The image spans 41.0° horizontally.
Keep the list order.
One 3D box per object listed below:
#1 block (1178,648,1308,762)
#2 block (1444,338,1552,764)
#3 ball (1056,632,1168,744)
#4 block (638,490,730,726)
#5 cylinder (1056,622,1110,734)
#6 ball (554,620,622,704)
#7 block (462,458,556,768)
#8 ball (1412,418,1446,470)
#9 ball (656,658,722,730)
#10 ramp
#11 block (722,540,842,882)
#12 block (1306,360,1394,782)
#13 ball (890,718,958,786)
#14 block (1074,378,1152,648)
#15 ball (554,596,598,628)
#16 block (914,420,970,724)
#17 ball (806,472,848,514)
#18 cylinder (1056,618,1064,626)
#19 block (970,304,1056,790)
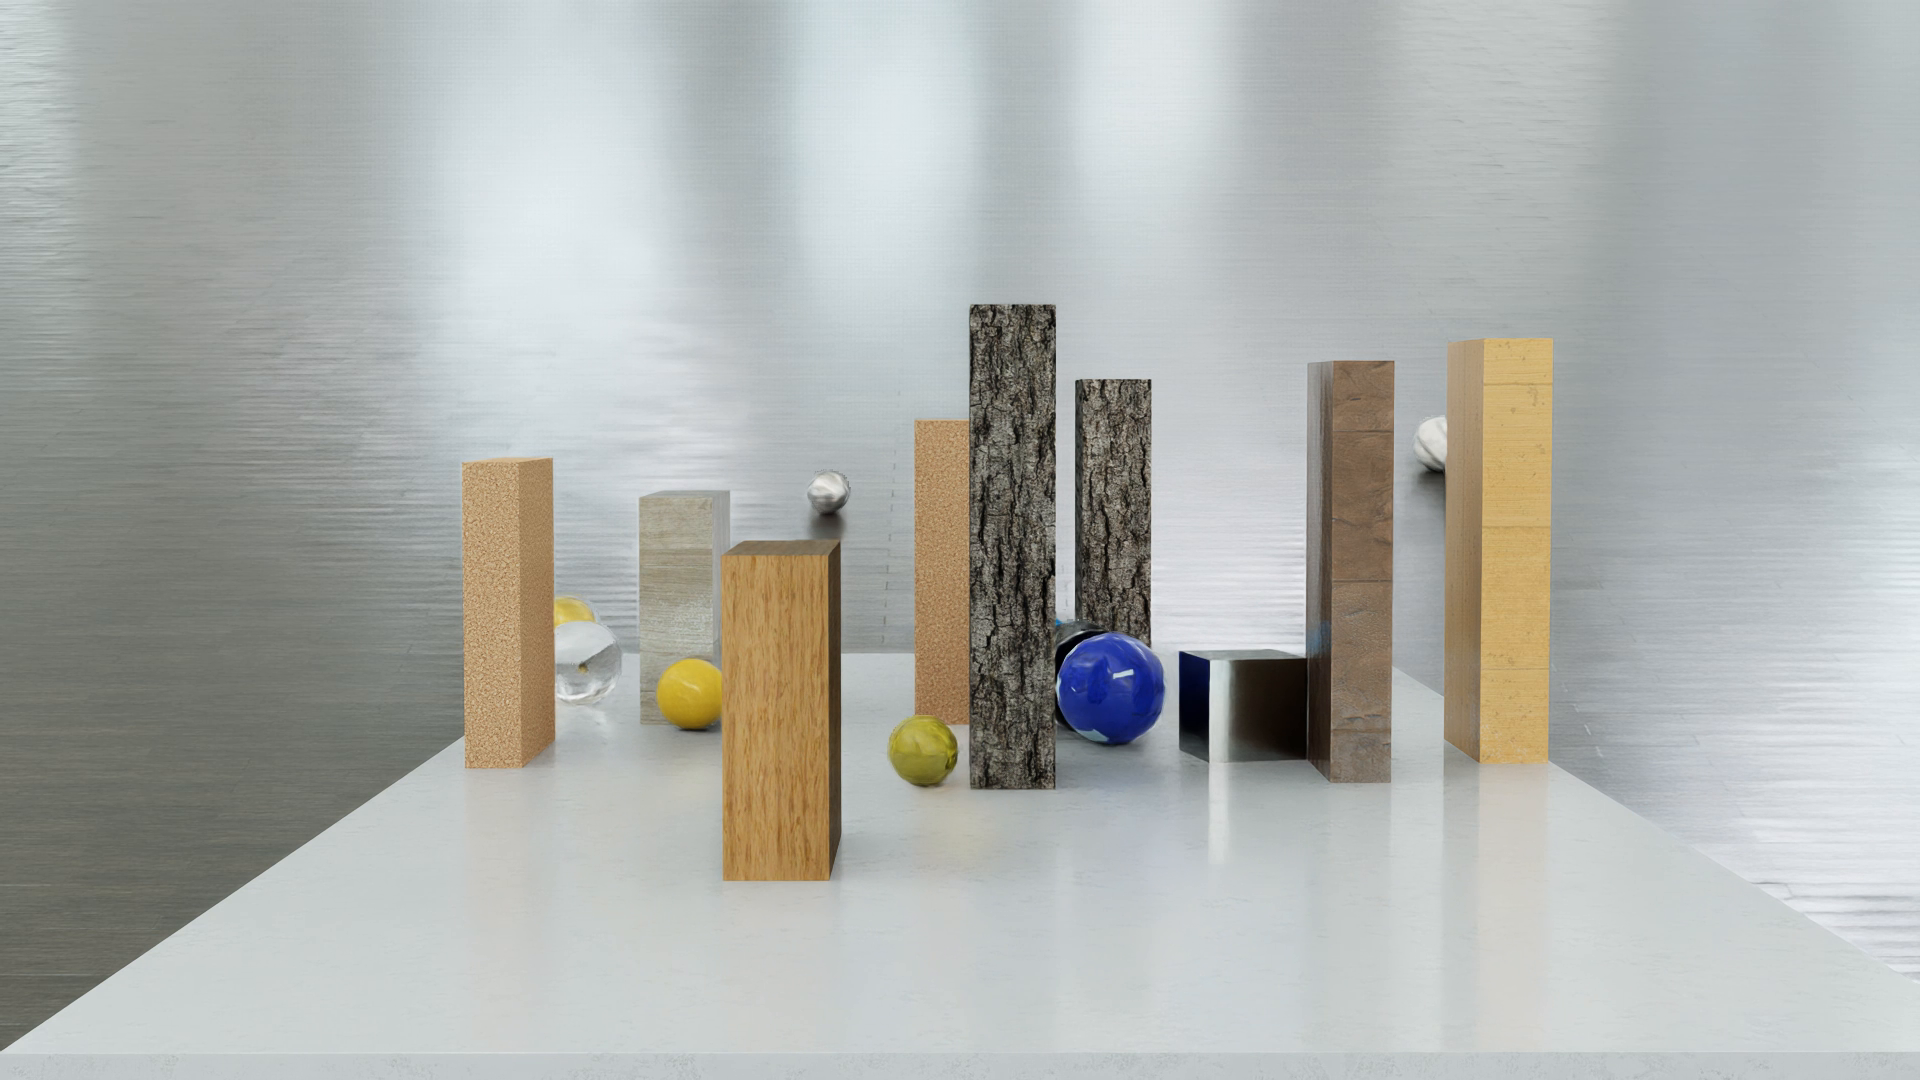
[{"bbox_3d":[0.511,0.298,4.656,0.182,0.182,0.182,-1,3,-12],"label":"block"},{"bbox_3d":[0.979,0.012,4.692,0.121,0.749,0.336,0,3,0],"label":"block"},{"bbox_3d":[0.283,0.277,4.798,0.208,0.208,0.208,0,21,0],"label":"ball"},{"bbox_3d":[-0.561,0.131,5.275,0.145,0.451,0.406,0,3,0],"label":"block"},{"bbox_3d":[0.246,0.269,5.000,0.204,0.204,0.204,-3,4,-8],"label":"cylinder"},{"bbox_3d":[-0.803,0.259,5.431,0.178,0.178,0.178,0,21,0],"label":"ball"},{"bbox_3d":[-0.816,0.122,4.664,0.099,0.535,0.379,0,3,0],"label":"block"},{"bbox_3d":[1.508,-0.301,8.077,0.167,0.167,0.167,0,21,0],"label":"ball"},{"bbox_3d":[-0.521,0.301,5.011,0.140,0.140,0.140,0,21,0],"label":"ball"},{"bbox_3d":[0.049,0.446,4.532,2.000,0.100,4.000,0,3,0],"label":"ramp"},{"bbox_3d":[-0.246,0.228,3.610,0.142,0.436,0.372,0,3,0],"label":"block"},{"bbox_3d":[0.672,0.046,4.452,0.102,0.707,0.316,0,3,0],"label":"block"},{"bbox_3d":[-0.060,0.353,4.278,0.115,0.115,0.115,0,21,0],"label":"ball"},{"bbox_3d":[0.338,-0.013,5.722,0.148,0.687,0.361,0,3,0],"label":"block"},{"bbox_3d":[-1.008,0.226,6.564,0.163,0.163,0.163,0,21,0],"label":"ball"},{"bbox_3d":[-0.015,0.057,5.239,0.149,0.602,0.319,0,3,0],"label":"block"},{"bbox_3d":[-0.397,-0.142,7.723,0.126,0.126,0.126,0,21,0],"label":"ball"},{"bbox_3d":[0.154,0.250,5.438,0.195,0.195,0.195,-2,3,-5],"label":"cylinder"},{"bbox_3d":[0.087,0.004,4.385,0.140,0.798,0.328,0,3,0],"label":"block"}]
